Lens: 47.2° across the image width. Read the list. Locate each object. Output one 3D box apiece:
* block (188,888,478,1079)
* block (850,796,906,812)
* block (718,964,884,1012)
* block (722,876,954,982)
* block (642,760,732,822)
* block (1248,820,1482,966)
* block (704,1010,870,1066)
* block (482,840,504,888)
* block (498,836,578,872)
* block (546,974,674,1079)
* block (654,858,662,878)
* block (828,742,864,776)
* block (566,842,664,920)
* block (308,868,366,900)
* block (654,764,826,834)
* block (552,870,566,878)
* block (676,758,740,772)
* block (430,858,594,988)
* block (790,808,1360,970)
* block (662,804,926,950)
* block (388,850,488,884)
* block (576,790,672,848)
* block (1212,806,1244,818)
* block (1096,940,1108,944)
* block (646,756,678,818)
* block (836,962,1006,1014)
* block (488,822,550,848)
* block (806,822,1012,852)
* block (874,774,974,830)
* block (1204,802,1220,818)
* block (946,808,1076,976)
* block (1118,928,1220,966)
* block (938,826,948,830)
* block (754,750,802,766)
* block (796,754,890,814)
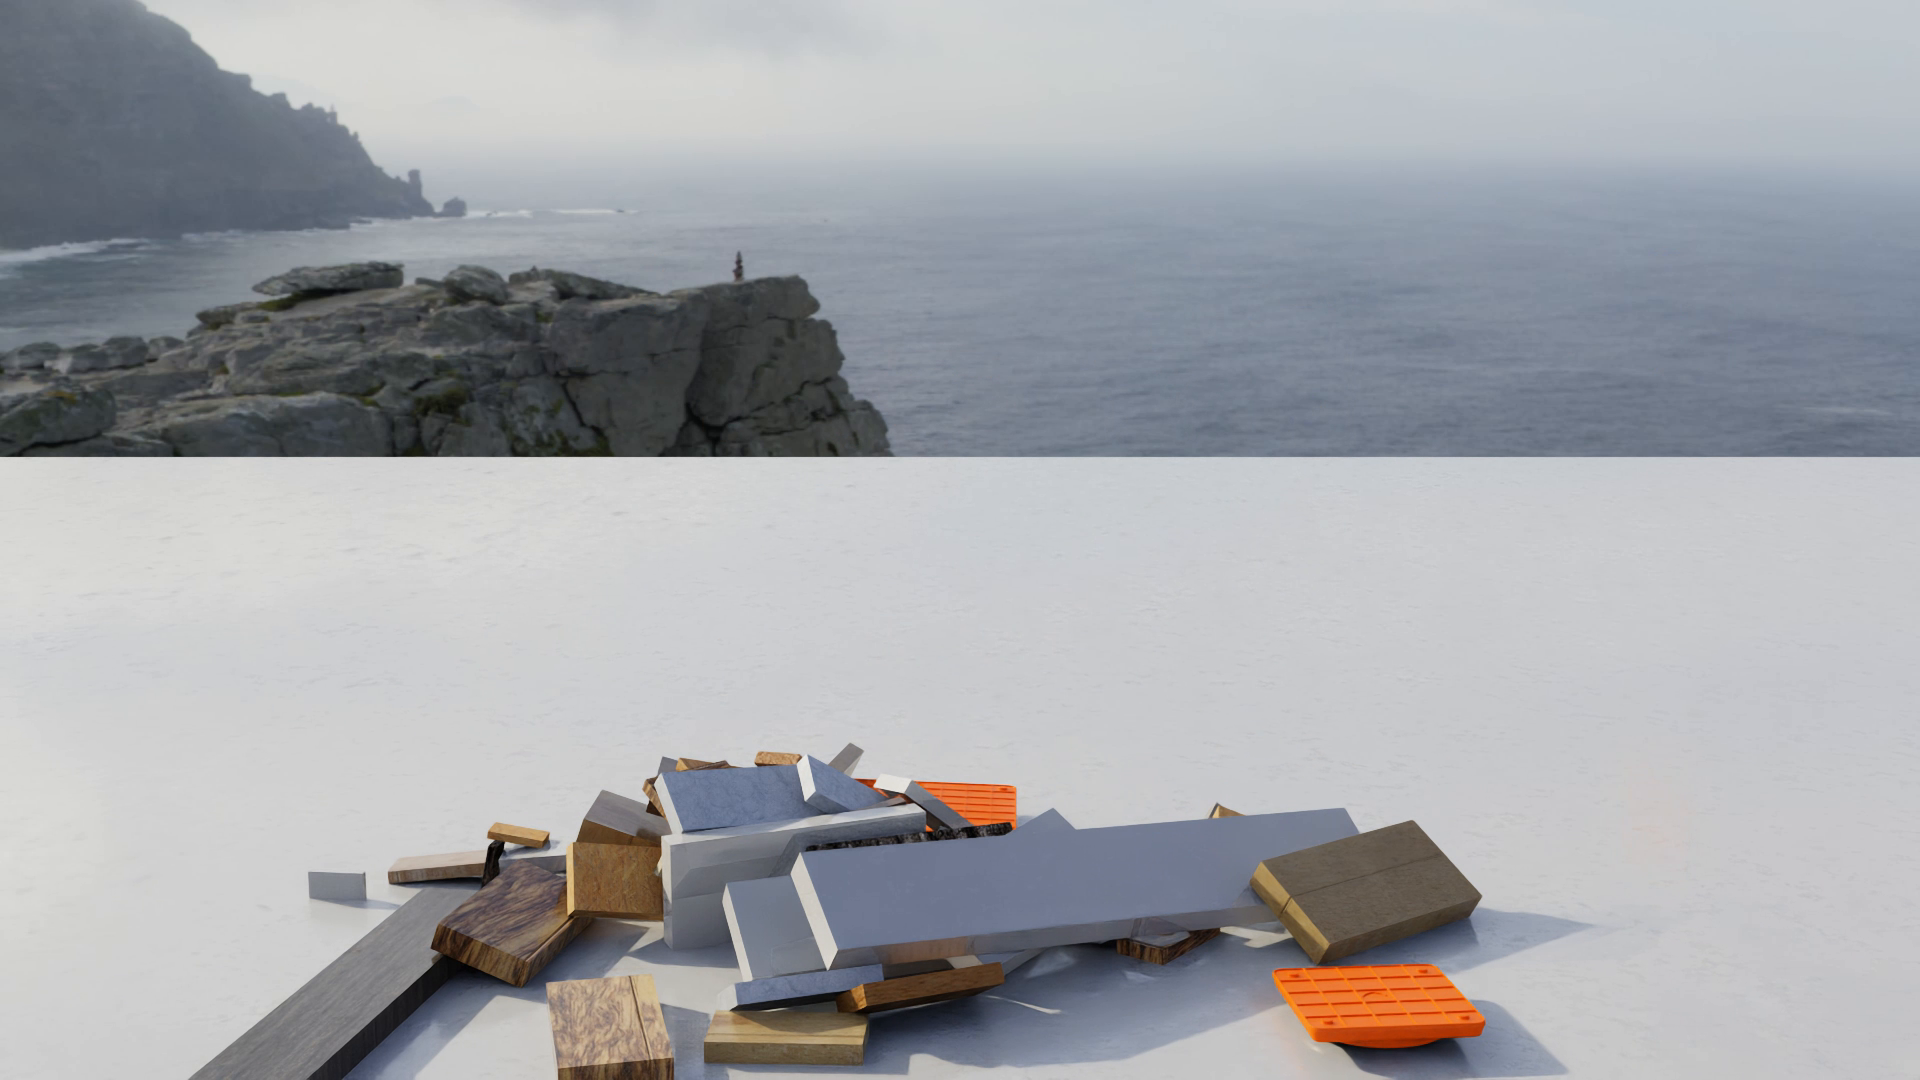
[{"bbox_3d":[-0.869,0.663,3.156,0.152,0.043,0.845,2,11,10],"label":"block"},{"bbox_3d":[-0.262,0.512,3.538,0.388,0.094,0.027,-14,15,-21],"label":"block"},{"bbox_3d":[-0.228,0.644,3.147,0.217,0.031,0.108,-3,-19,-21],"label":"block"},{"bbox_3d":[-0.171,0.582,3.329,0.343,0.049,0.171,-4,46,-21],"label":"block"},{"bbox_3d":[-0.426,0.407,3.568,0.160,0.023,0.080,-10,44,-42],"label":"block"},{"bbox_3d":[0.647,0.555,3.493,0.351,0.050,0.175,-8,44,-36],"label":"block"},{"bbox_3d":[-0.238,0.690,3.048,0.217,0.031,0.108,0,11,2],"label":"block"},{"bbox_3d":[-0.776,0.546,3.650,0.013,0.094,0.047,13,12,6],"label":"block"},{"bbox_3d":[-0.665,0.522,3.654,0.184,0.026,0.092,-4,11,0],"label":"block"},{"bbox_3d":[-0.488,0.683,3.048,0.152,0.043,0.303,-2,11,-13],"label":"block"},{"bbox_3d":[-0.400,0.528,3.511,0.160,0.080,0.023,29,-7,-25],"label":"block"},{"bbox_3d":[-0.243,0.458,4.071,0.031,0.111,0.221,30,15,6],"label":"block"},{"bbox_3d":[-0.513,0.545,3.497,0.221,0.111,0.031,8,-30,-27],"label":"block"},{"bbox_3d":[-1.031,0.571,3.643,0.094,0.047,0.013,1,11,6],"label":"block"},{"bbox_3d":[-0.346,0.422,3.553,0.282,0.031,0.111,0,49,-36],"label":"block"},{"bbox_3d":[-0.624,0.576,3.673,0.184,0.026,0.092,1,11,7],"label":"block"},{"bbox_3d":[-0.393,0.399,3.682,0.149,0.021,0.075,13,12,-29],"label":"block"},{"bbox_3d":[-0.683,0.591,3.414,0.152,0.043,0.303,21,14,7],"label":"block"},{"bbox_3d":[0.227,0.529,3.395,0.996,0.050,0.176,0,44,-29],"label":"block"},{"bbox_3d":[-0.260,0.534,3.502,0.426,0.171,0.049,-5,11,-23],"label":"block"},{"bbox_3d":[-0.811,0.549,3.745,0.311,0.021,0.075,-5,10,2],"label":"block"},{"bbox_3d":[-0.464,0.513,3.666,0.325,0.046,0.162,19,11,-2],"label":"block"},{"bbox_3d":[0.524,0.522,3.643,0.222,0.031,0.111,22,28,-4],"label":"block"},{"bbox_3d":[0.252,0.597,3.487,0.168,0.024,0.084,-16,8,-39],"label":"block"},{"bbox_3d":[-0.353,0.452,3.664,0.325,0.046,0.162,17,11,-6],"label":"block"},{"bbox_3d":[-0.057,0.644,3.145,0.217,0.031,0.108,-4,-19,-27],"label":"block"},{"bbox_3d":[-0.737,0.493,3.669,0.094,0.013,0.047,10,12,1],"label":"block"},{"bbox_3d":[-0.062,0.550,3.469,0.343,0.049,0.171,-4,54,-21],"label":"block"},{"bbox_3d":[-0.050,0.457,3.704,0.187,0.027,0.094,39,-21,-29],"label":"block"},{"bbox_3d":[0.435,0.507,3.675,0.084,0.024,0.168,41,26,3],"label":"block"},{"bbox_3d":[0.088,0.549,3.393,0.175,0.050,0.351,43,39,22],"label":"block"},{"bbox_3d":[0.328,0.620,3.442,0.084,0.024,0.168,8,13,37],"label":"block"},{"bbox_3d":[0.052,0.541,3.640,0.201,0.028,0.100,24,10,-3],"label":"block"},{"bbox_3d":[-0.272,0.423,3.751,0.080,0.023,0.205,2,-34,25],"label":"block"},{"bbox_3d":[-0.183,0.430,3.627,0.187,0.027,0.094,32,22,-31],"label":"block"}]
